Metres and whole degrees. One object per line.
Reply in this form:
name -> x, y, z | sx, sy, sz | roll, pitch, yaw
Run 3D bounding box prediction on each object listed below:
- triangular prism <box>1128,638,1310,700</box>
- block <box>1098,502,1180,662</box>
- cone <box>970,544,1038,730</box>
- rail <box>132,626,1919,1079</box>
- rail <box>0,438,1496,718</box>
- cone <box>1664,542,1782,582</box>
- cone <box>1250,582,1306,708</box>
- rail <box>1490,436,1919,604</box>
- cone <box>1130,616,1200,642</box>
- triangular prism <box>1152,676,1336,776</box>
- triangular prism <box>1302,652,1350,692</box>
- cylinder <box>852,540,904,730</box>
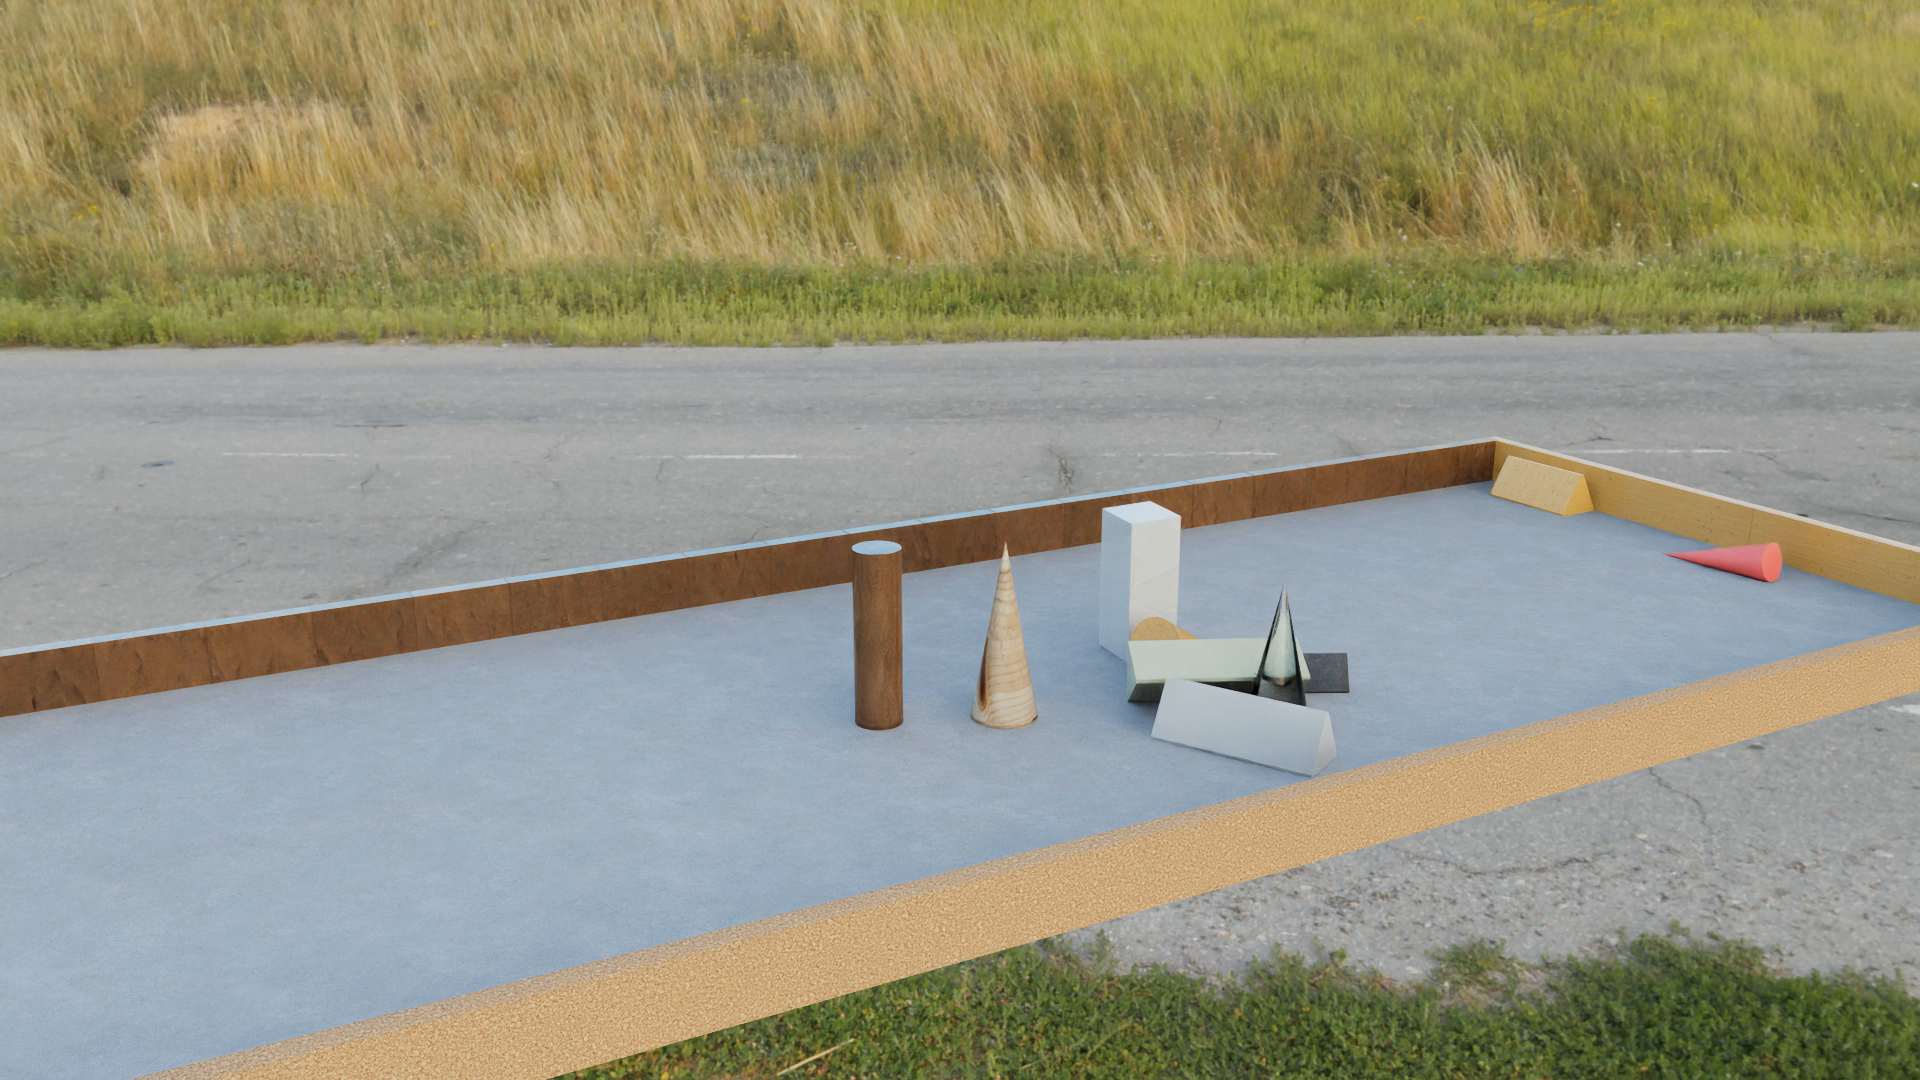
triangular prism -> 0.617, 0.300, 3.989 | 0.416, 0.127, 0.147 | -1, -23, -4
block -> 0.467, 0.108, 4.302 | 0.146, 0.379, 0.146 | -9, 20, -24
cone -> 0.105, 0.210, 3.865 | 0.160, 0.438, 0.160 | 0, 16, 0
rail -> -2.336, 1.006, 1.665 | 12.000, 0.150, 0.050 | -9, 18, -27
rail -> -3.305, 0.497, 3.399 | 12.000, 0.150, 0.050 | -9, 18, -27
cone -> 2.319, 0.055, 5.062 | 0.119, 0.119, 0.351 | -12, 11, -36
cone -> 0.744, 0.265, 3.825 | 0.157, 0.355, 0.157 | 0, 16, 0
rail -> 2.466, -0.048, 5.253 | 0.050, 0.150, 2.100 | -9, 18, -27
cone -> 0.595, 0.289, 4.224 | 0.304, 0.171, 0.171 | 6, 8, -43
triangular prism -> 0.642, 0.407, 3.731 | 0.390, 0.127, 0.147 | 11, 19, 32
triangular prism -> 0.793, 0.321, 4.100 | 0.333, 0.086, 0.099 | 0, 16, -1
cylinder -> -0.191, 0.223, 3.838 | 0.114, 0.428, 0.114 | 0, 16, 0
